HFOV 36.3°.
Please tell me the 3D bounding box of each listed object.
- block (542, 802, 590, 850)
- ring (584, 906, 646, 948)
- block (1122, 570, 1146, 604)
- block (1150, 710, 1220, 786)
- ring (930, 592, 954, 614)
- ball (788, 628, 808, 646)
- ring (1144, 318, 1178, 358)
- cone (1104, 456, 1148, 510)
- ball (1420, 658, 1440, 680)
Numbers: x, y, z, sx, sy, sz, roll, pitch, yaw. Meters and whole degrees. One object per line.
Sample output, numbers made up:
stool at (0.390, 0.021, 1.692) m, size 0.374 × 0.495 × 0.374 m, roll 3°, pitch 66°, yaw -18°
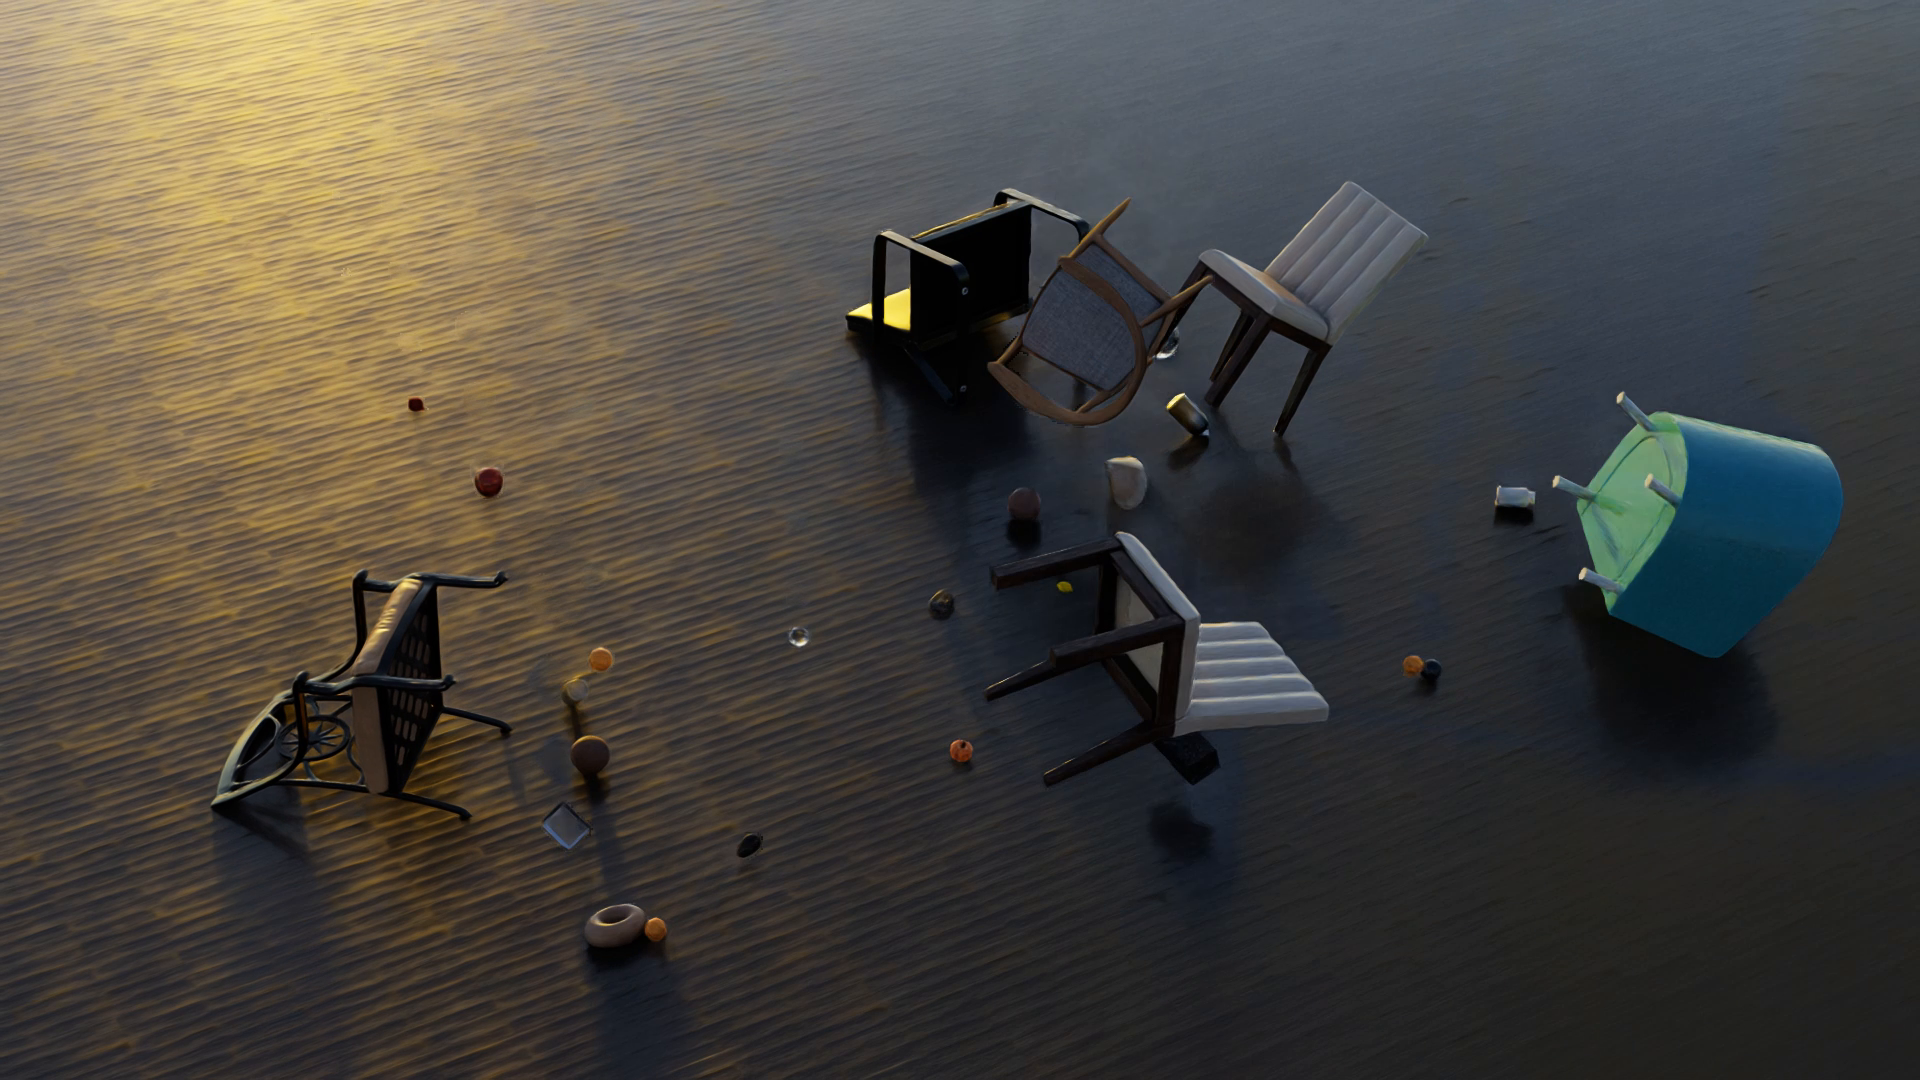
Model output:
block at (-1.268, 0.920, 9.434) m, size 0.120 × 0.051 × 0.093 m, roll 42°, pitch 65°, yaw 10°
ring at (-1.063, 1.193, 9.057) m, size 0.199 × 0.082 × 0.140 m, roll -17°, pitch 30°, yaw -23°
block at (0.631, 0.170, 10.606) m, size 0.047 × 0.076 × 0.086 m, roll -25°, pitch 35°, yaw 4°
block at (0.735, 0.679, 9.589) m, size 0.113 × 0.100 × 0.218 m, roll -32°, pitch 48°, yaw -14°
ring at (-0.066, 0.225, 10.574) m, size 0.087 × 0.033 × 0.120 m, roll 9°, pitch 34°, yaw 16°
ball at (-0.569, 0.343, 10.361) m, size 0.070 × 0.070 × 0.070 m, roll 0°, pitch 33°, yaw 0°
ring at (0.833, -0.834, 12.124) m, size 0.144 × 0.096 × 0.242 m, roll 2°, pitch 32°, yaw 6°
cone at (0.592, -0.260, 11.126) m, size 0.161 × 0.163 × 0.290 m, roll -35°, pitch 39°, yaw 18°
ball at (1.634, 0.450, 10.194) m, size 0.075 × 0.075 × 0.075 m, roll 0°, pitch 33°, yaw 0°
